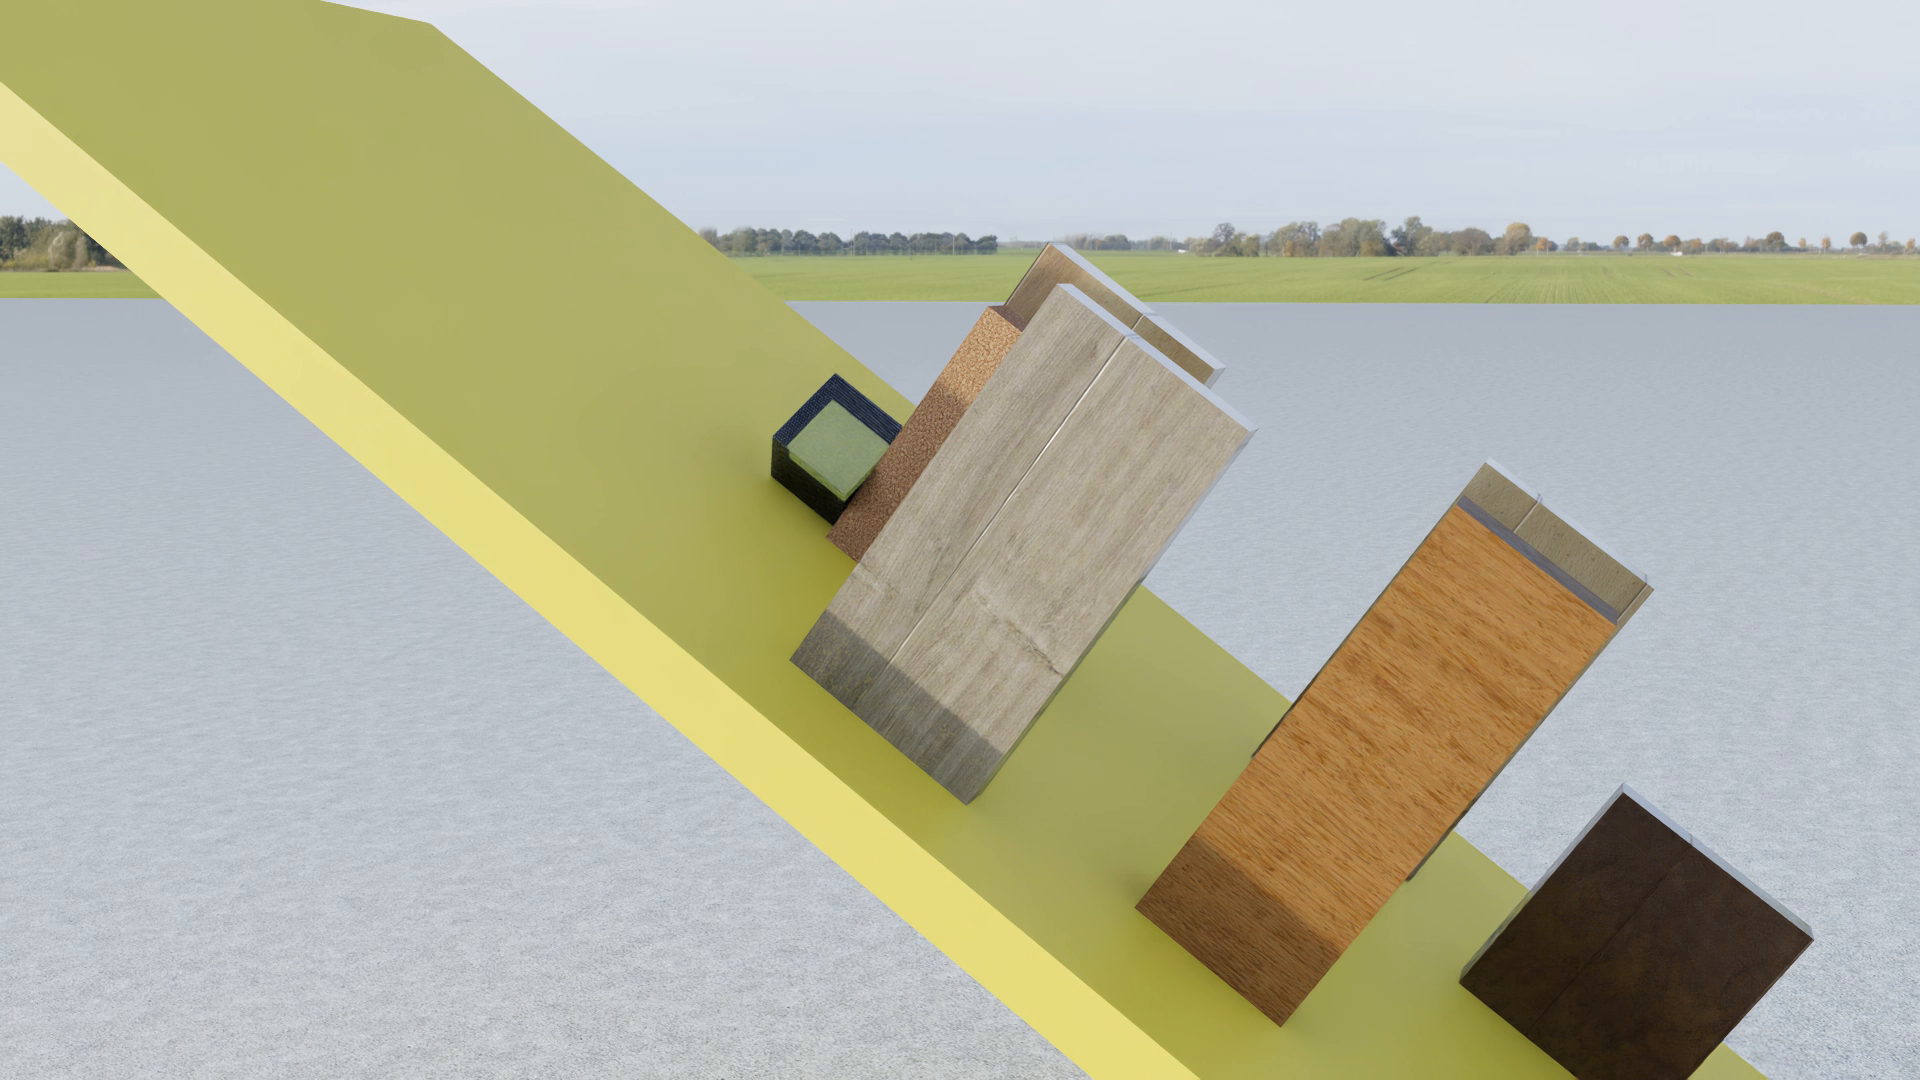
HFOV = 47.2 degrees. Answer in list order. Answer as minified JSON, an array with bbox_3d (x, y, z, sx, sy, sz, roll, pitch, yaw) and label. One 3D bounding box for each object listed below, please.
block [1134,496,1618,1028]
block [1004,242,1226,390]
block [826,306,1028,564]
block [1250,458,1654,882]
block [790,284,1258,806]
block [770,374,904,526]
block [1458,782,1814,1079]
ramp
[{"bbox_3d":[0.614,0.331,3.279,0.279,0.780,0.148,39,16,9],"label":"block"},{"bbox_3d":[0.225,-0.288,4.714,0.444,0.534,0.136,39,16,9],"label":"block"},{"bbox_3d":[0.081,-0.081,3.858,0.417,0.509,0.109,39,16,9],"label":"block"},{"bbox_3d":[0.954,0.254,4.291,0.390,0.741,0.130,39,16,9],"label":"block"},{"bbox_3d":[0.086,0.010,3.244,0.347,0.702,0.084,39,16,9],"label":"block"},{"bbox_3d":[-0.219,-0.156,3.951,0.168,0.168,0.168,39,-21,10],"label":"block"},{"bbox_3d":[1.197,0.739,3.915,0.402,0.460,0.082,39,16,9],"label":"block"},{"bbox_3d":[-0.066,0.129,4.070,4.000,0.100,2.000,39,16,9],"label":"ramp"}]
